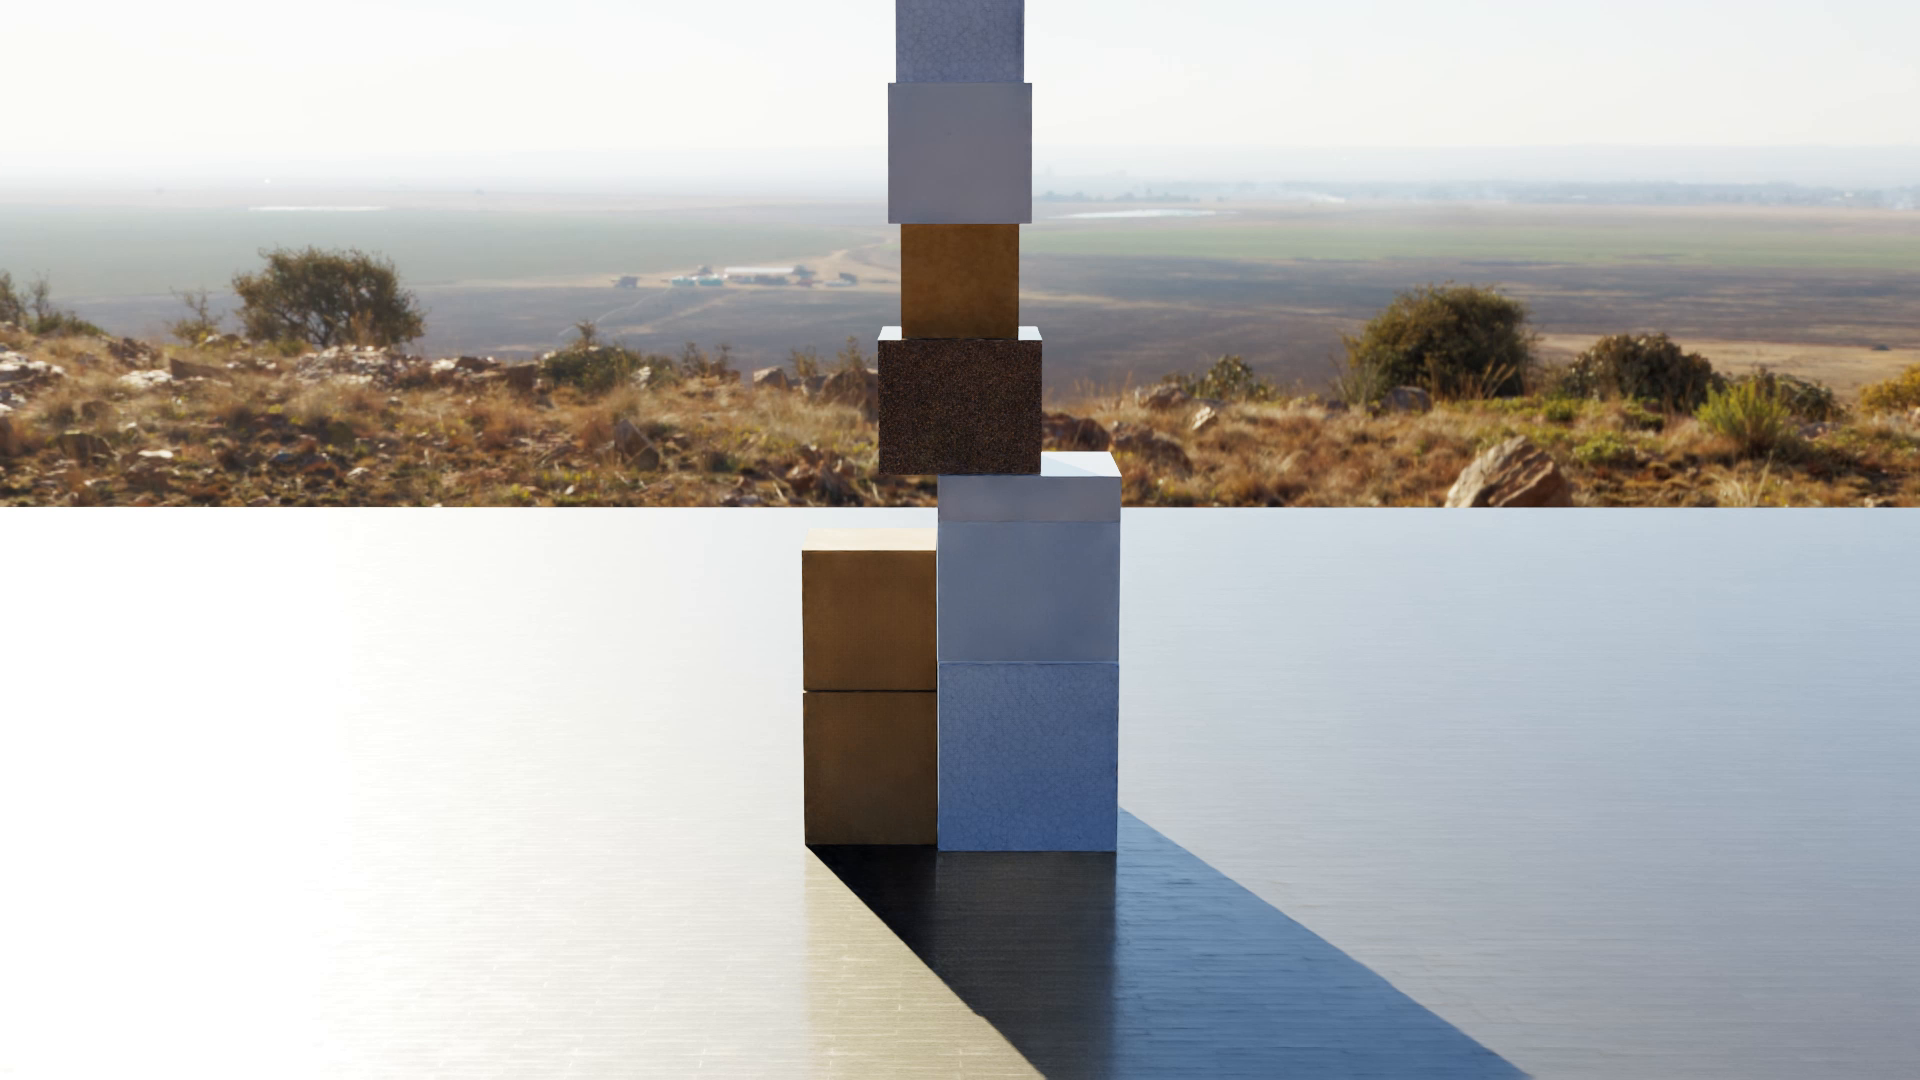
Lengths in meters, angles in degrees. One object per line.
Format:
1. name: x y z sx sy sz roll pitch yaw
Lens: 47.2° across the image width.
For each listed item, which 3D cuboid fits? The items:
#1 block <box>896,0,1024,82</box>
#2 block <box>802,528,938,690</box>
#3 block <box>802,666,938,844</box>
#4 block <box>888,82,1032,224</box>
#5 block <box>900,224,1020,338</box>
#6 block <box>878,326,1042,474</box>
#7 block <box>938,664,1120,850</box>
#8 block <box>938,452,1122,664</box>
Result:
1. block: 0.000 -2.493 10.735 0.616 0.521 0.587 0 10 0
2. block: -0.453 0.345 11.256 0.666 0.714 0.617 0 10 0
3. block: -0.451 1.087 11.379 0.669 0.790 0.694 0 10 0
4. block: 0.000 -1.904 10.822 0.691 0.668 0.593 0 10 0
5. block: 0.000 -1.308 10.956 0.573 0.553 0.580 0 10 0
6. block: 0.000 -0.711 11.059 0.794 0.660 0.755 0 10 0
7. block: 0.339 1.004 11.375 0.893 0.955 0.924 0 10 0
8. block: 0.338 0.074 11.205 0.896 0.935 0.843 0 10 0
